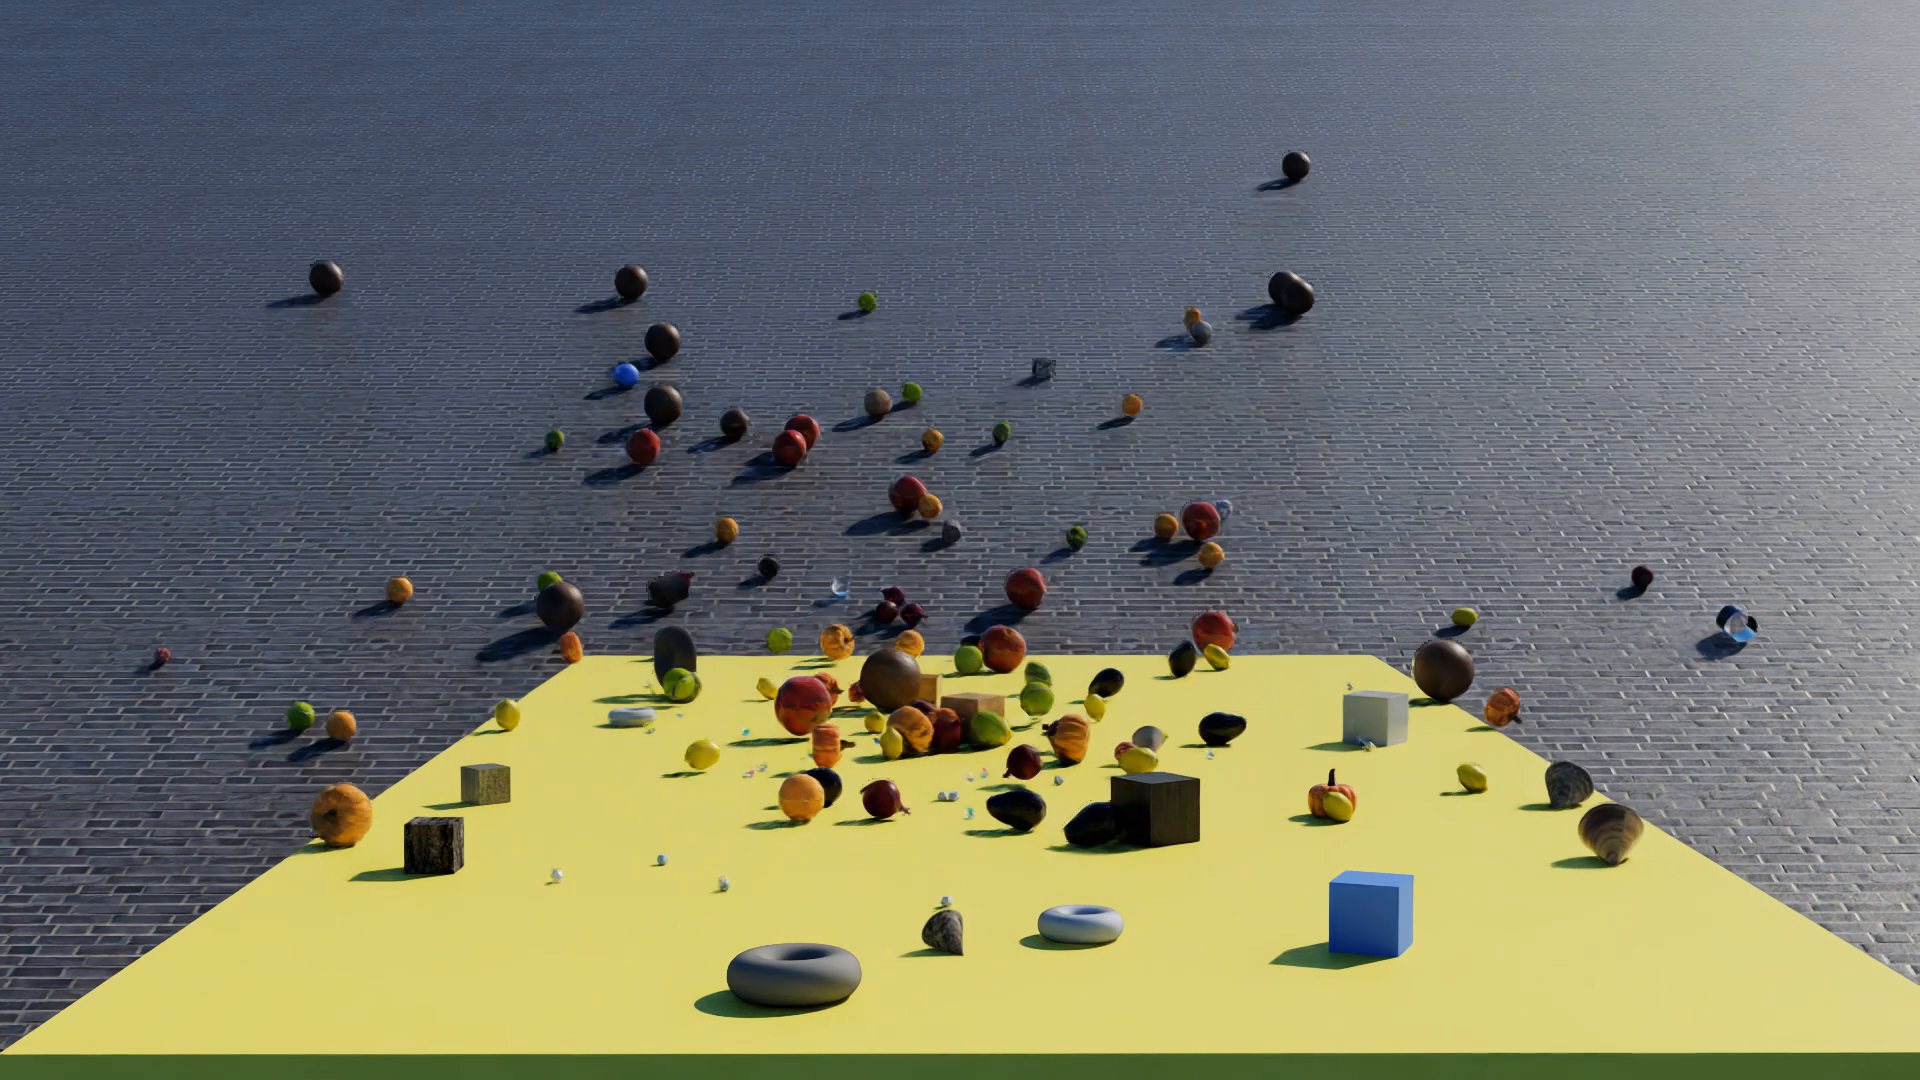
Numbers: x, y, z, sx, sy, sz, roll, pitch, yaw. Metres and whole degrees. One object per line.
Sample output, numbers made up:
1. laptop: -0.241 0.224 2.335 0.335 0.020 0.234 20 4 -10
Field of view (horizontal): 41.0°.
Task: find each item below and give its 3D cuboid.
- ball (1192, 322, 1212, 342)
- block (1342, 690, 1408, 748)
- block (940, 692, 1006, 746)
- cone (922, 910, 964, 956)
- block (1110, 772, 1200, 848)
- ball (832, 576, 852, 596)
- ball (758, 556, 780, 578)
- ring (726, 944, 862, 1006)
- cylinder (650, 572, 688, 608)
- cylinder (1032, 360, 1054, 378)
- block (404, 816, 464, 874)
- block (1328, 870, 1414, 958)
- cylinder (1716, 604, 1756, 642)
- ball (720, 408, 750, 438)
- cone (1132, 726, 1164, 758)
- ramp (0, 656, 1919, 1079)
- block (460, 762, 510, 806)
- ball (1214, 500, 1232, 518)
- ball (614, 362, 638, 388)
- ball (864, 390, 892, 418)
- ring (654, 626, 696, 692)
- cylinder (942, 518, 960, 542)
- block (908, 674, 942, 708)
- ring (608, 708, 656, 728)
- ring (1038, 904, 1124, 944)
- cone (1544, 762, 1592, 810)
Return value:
1. ball: 0.882 -0.758 9.368 0.078 0.078 0.078 0 21 0
2. block: 0.783 0.336 4.844 0.092 0.092 0.092 2 4 34
3. block: 0.025 0.338 4.858 0.087 0.087 0.087 2 4 37
4. cone: -0.008 0.469 2.997 0.054 0.054 0.054 -11 34 -25
5. block: 0.286 0.393 3.761 0.093 0.093 0.093 -2 4 -35
6. ball: -0.328 0.129 7.131 0.055 0.055 0.055 0 21 0
7. ball: -0.538 0.076 7.260 0.059 0.059 0.059 0 21 0
8. ring: -0.179 0.469 2.775 0.146 0.049 0.146 -1 2 0
9. cylinder: -0.798 0.139 7.047 0.077 0.077 0.077 -23 31 -33
10. cylinder: 0.293 -0.597 8.978 0.060 0.060 0.060 2 20 24
11. block: -0.722 0.419 3.529 0.068 0.068 0.068 0 3 1
12. block: 0.483 0.438 3.020 0.082 0.082 0.082 1 3 22
13. cylinder: 2.073 0.223 6.862 0.077 0.077 0.077 -4 22 -11
14. ball: -0.734 -0.380 8.377 0.096 0.096 0.096 0 21 0
15. cone: 0.344 0.378 4.657 0.061 0.061 0.061 -1 30 -2
16. ramp: 0.050 0.449 4.532 2.000 0.100 4.000 0 3 0
17. block: -0.762 0.392 4.127 0.058 0.058 0.058 -3 4 -40
18. ball: 0.786 -0.092 7.693 0.057 0.057 0.057 0 21 0
19. ball: -1.151 -0.568 8.872 0.085 0.085 0.085 0 21 0
20. ball: -0.275 -0.456 8.573 0.094 0.094 0.094 0 21 0
21. ring: -0.624 0.261 5.633 0.050 0.149 0.149 1 17 -33
22. cylinder: -0.026 -0.027 7.531 0.054 0.054 0.054 2 29 4
23. block: -0.075 0.319 5.446 0.062 0.062 0.062 0 3 8
24. ring: -0.653 0.352 5.117 0.098 0.033 0.098 -1 3 0
25. ring: 0.144 0.460 3.075 0.104 0.035 0.104 0 2 0
26. cone: 0.951 0.406 4.070 0.079 0.079 0.079 12 35 28
